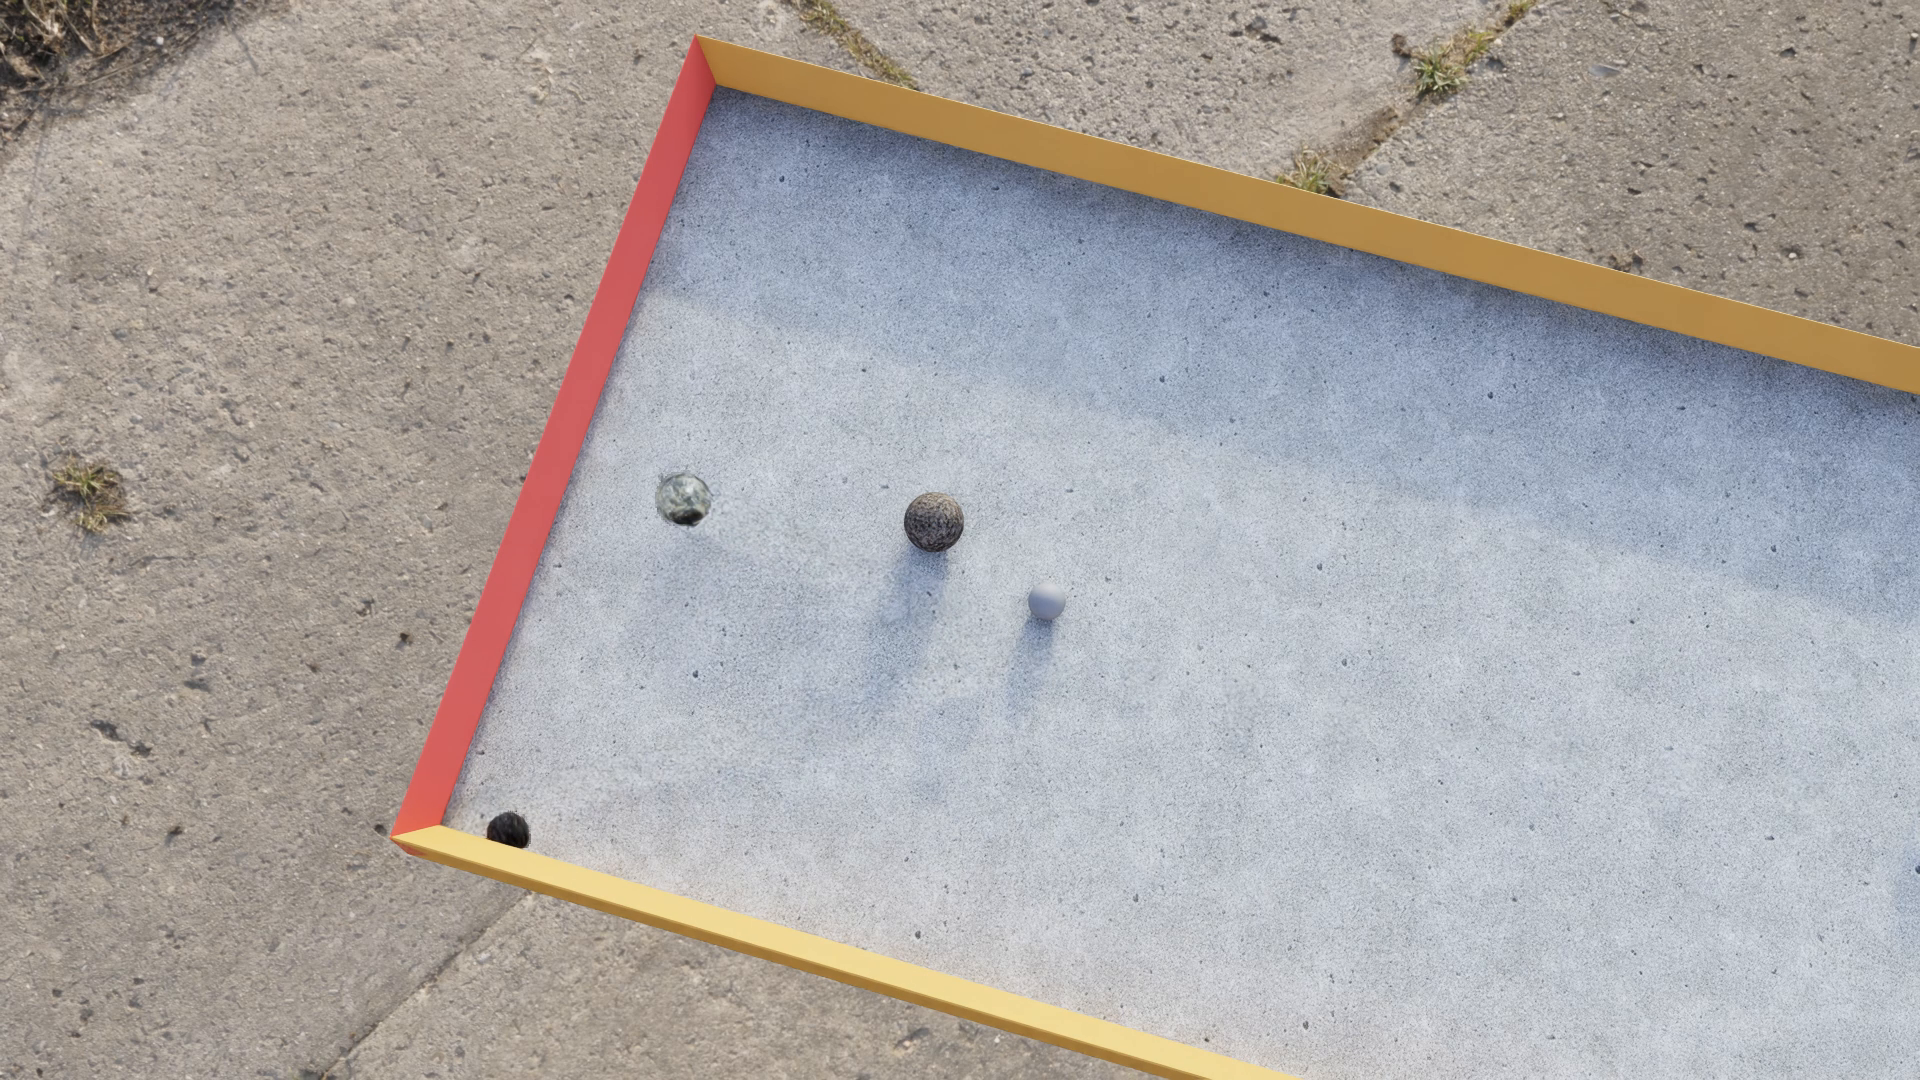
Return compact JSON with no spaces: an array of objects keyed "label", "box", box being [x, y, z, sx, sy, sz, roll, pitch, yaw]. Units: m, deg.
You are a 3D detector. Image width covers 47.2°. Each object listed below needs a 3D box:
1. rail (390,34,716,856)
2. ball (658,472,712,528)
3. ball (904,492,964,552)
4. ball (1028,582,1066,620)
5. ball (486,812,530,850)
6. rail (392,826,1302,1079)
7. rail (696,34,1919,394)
[{"label":"rail","box":[-0.609,-0.175,3.453,0.045,0.122,1.393,15,72,5]},{"label":"ball","box":[-0.430,-0.063,3.435,0.085,0.085,0.085,0,71,0]},{"label":"ball","box":[-0.040,-0.028,3.418,0.094,0.094,0.094,0,71,0]},{"label":"ball","box":[0.134,0.095,3.395,0.059,0.059,0.059,0,71,0]},{"label":"ball","box":[-0.673,0.438,3.273,0.064,0.064,0.064,0,71,0]},{"label":"rail","box":[0.443,0.777,3.124,2.630,0.122,0.045,15,72,5]},{"label":"rail","box":[0.819,-0.444,3.546,2.630,0.122,0.045,15,72,5]}]
